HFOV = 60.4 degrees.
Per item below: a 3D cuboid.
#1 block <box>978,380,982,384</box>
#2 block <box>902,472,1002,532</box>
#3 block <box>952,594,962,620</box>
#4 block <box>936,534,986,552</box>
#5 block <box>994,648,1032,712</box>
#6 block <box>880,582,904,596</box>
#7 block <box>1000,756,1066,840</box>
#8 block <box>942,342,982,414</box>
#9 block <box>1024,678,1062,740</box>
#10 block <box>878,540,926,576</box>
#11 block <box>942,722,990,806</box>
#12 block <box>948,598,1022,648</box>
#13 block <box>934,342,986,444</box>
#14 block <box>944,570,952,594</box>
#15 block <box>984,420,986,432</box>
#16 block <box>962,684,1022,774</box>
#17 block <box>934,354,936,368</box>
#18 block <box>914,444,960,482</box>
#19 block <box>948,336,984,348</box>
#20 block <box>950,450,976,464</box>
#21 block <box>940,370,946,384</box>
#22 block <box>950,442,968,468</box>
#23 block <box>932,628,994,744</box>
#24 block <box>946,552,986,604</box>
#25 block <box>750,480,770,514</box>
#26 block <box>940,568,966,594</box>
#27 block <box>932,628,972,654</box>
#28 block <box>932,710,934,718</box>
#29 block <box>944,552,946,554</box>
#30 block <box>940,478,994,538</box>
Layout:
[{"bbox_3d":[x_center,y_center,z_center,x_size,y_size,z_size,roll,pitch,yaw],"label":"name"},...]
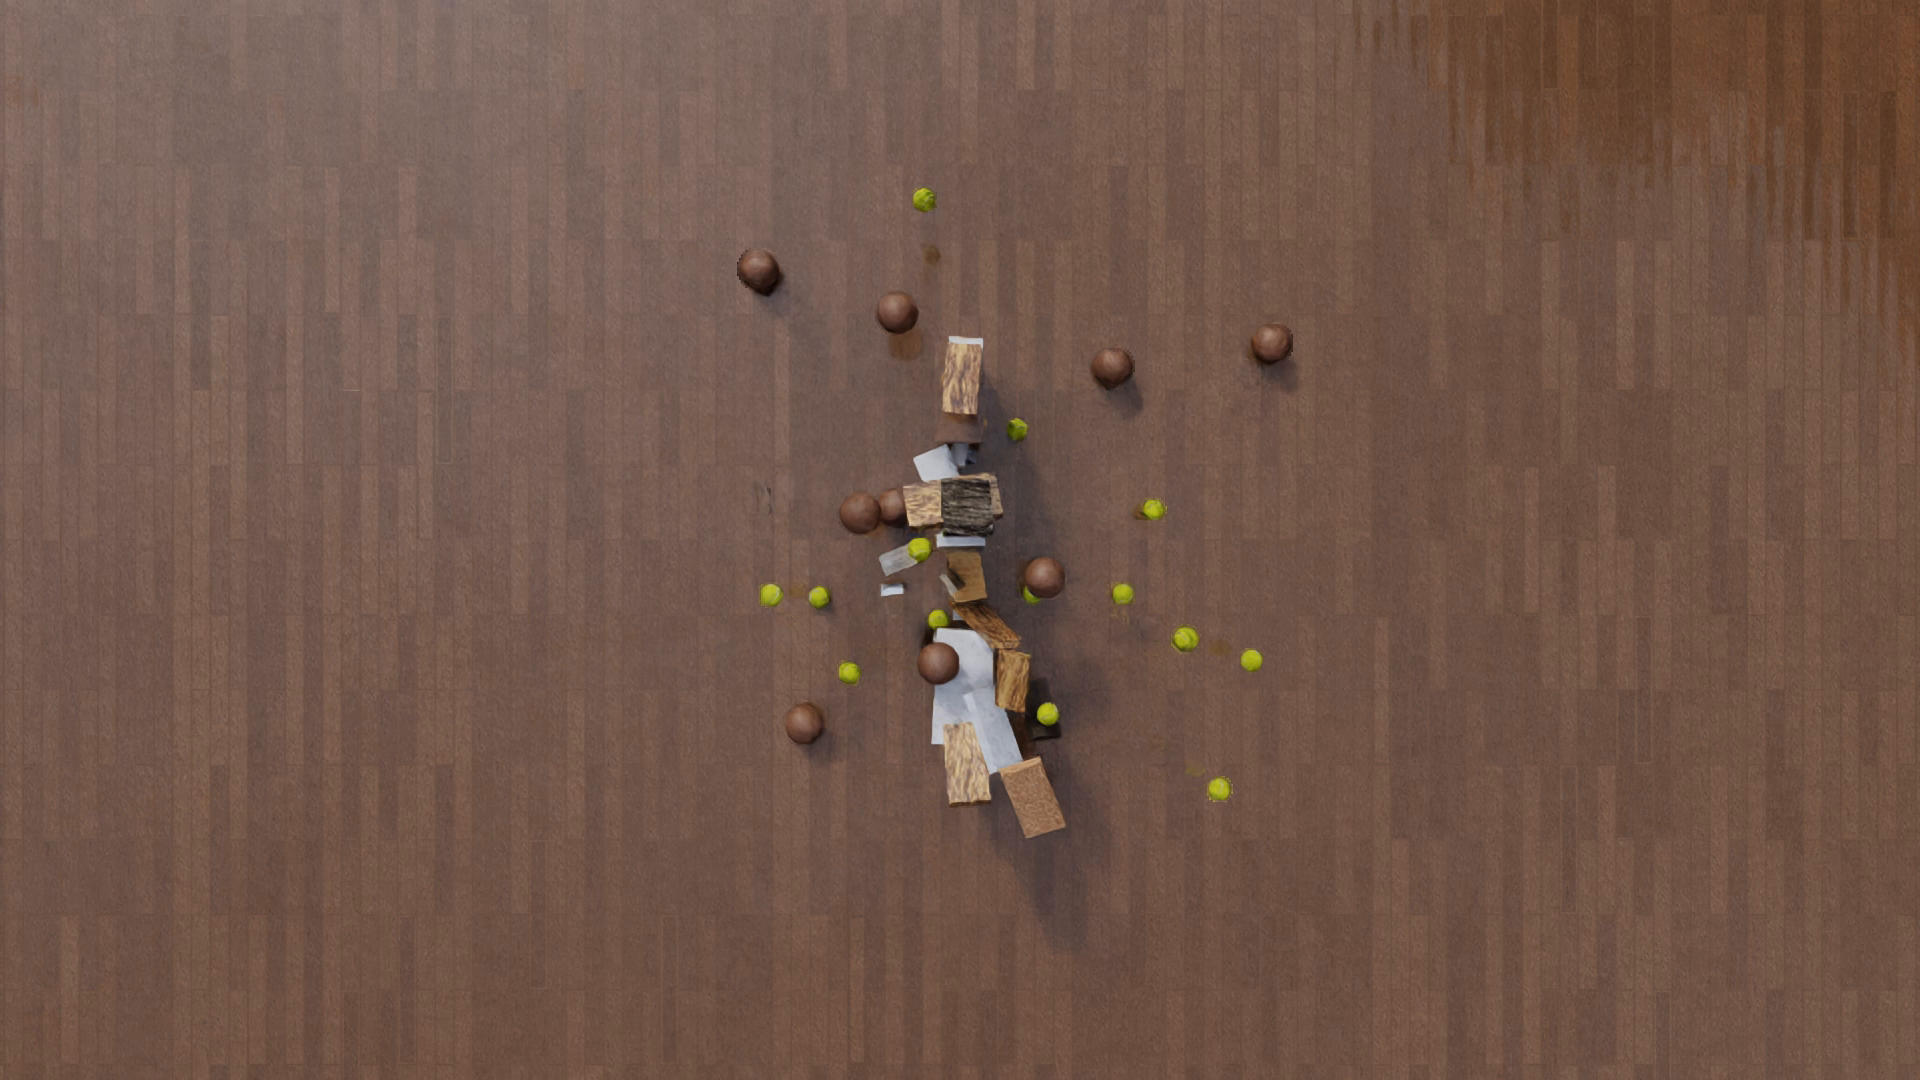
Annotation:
[{"bbox_3d":[0.012,-0.514,5.042,0.029,0.206,0.103,-11,89,-17],"label":"block"},{"bbox_3d":[-0.024,-0.120,5.178,0.295,0.042,0.148,-9,66,-4],"label":"block"},{"bbox_3d":[0.002,0.207,5.384,0.054,0.015,0.108,-1,90,0],"label":"block"},{"bbox_3d":[0.002,0.008,5.102,0.148,0.325,0.042,-2,87,0],"label":"block"},{"bbox_3d":[0.159,0.422,4.944,0.095,0.027,0.189,12,118,16],"label":"block"},{"bbox_3d":[-0.213,0.155,5.225,0.070,0.140,0.020,-8,96,0],"label":"block"},{"bbox_3d":[0.218,0.770,4.922,0.126,0.036,0.251,-19,118,5],"label":"block"},{"bbox_3d":[0.006,-0.481,4.921,0.103,0.029,0.206,5,91,1],"label":"block"},{"bbox_3d":[0.242,0.520,5.065,0.095,0.027,0.189,-2,62,-25],"label":"block"},{"bbox_3d":[-0.185,0.059,5.275,0.140,0.020,0.070,-22,83,12],"label":"block"},{"bbox_3d":[0.020,0.681,5.019,0.126,0.036,0.251,-4,64,-1],"label":"block"},{"bbox_3d":[0.074,0.254,5.147,0.094,0.472,0.027,-1,104,-17],"label":"block"},{"bbox_3d":[0.000,-0.461,5.167,0.155,0.044,0.311,1,90,0],"label":"block"},{"bbox_3d":[0.006,0.133,5.393,0.103,0.206,0.029,-3,103,-4],"label":"block"},{"bbox_3d":[0.005,-0.368,5.345,0.155,0.311,0.044,9,90,0],"label":"block"},{"bbox_3d":[0.101,0.574,5.018,0.036,0.126,0.251,-25,81,39],"label":"block"},{"bbox_3d":[-0.002,-0.565,5.345,0.155,0.311,0.044,0,90,0],"label":"block"},{"bbox_3d":[-0.051,-0.175,5.248,0.116,0.033,0.232,-22,92,2],"label":"block"},{"bbox_3d":[0.014,-0.582,5.040,0.103,0.206,0.029,3,85,-2],"label":"block"},{"bbox_3d":[-0.019,-0.268,5.377,0.116,0.232,0.033,-5,89,7],"label":"block"},{"bbox_3d":[-0.019,-0.475,4.994,0.015,0.109,0.054,6,127,-38],"label":"block"},{"bbox_3d":[-0.001,-0.289,5.230,0.054,0.015,0.109,17,78,-42],"label":"block"},{"bbox_3d":[0.010,0.456,5.118,0.178,0.050,0.356,3,90,0],"label":"block"},{"bbox_3d":[0.018,0.092,5.275,0.103,0.029,0.206,-9,87,-1],"label":"block"},{"bbox_3d":[-0.665,-0.142,5.492,0.054,0.015,0.109,-6,90,0],"label":"block"},{"bbox_3d":[-0.022,0.128,5.188,0.020,0.140,0.070,-38,89,12],"label":"block"},{"bbox_3d":[0.005,0.326,5.321,0.178,0.356,0.050,0,92,0],"label":"block"},{"bbox_3d":[0.002,0.564,5.321,0.178,0.356,0.050,0,92,0],"label":"block"},{"bbox_3d":[0.000,0.001,5.397,0.103,0.206,0.029,-3,106,0],"label":"block"},{"bbox_3d":[0.019,-0.101,5.027,0.148,0.295,0.042,2,119,-4],"label":"block"}]
